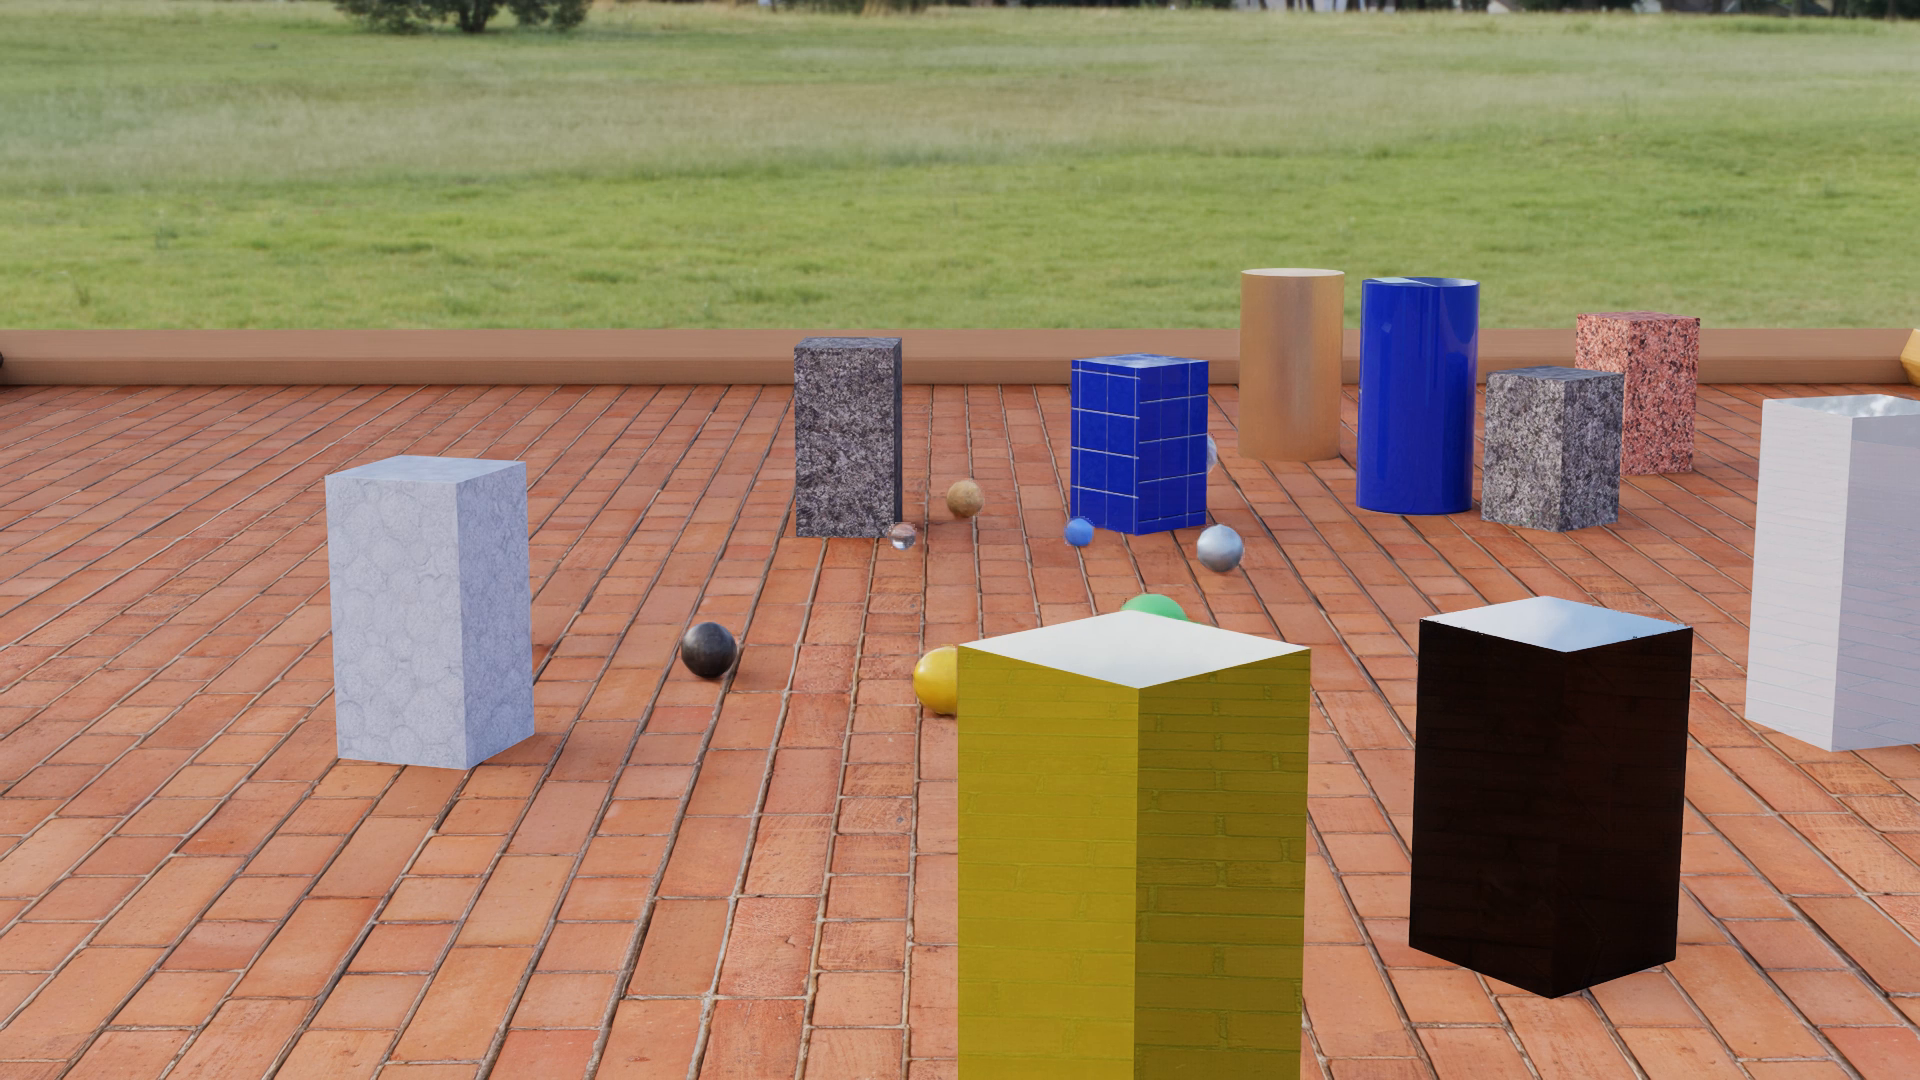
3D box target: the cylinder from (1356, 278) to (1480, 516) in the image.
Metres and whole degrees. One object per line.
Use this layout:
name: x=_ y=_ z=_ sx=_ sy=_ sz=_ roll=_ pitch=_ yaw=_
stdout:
cylinder: x=0.755 y=-0.240 z=4.237 sx=0.191 sy=0.373 sz=0.191 roll=0 pitch=11 yaw=0

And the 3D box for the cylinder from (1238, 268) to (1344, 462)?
cylinder: x=0.619 y=-0.330 z=4.801 sx=0.191 sy=0.343 sz=0.191 roll=0 pitch=11 yaw=0

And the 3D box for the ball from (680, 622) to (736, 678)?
ball: x=-0.301 y=0.132 z=3.076 sx=0.067 sy=0.067 sz=0.067 roll=0 pitch=11 yaw=0

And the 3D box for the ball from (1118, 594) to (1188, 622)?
ball: x=0.231 y=0.112 z=3.104 sx=0.095 sy=0.095 sz=0.095 roll=0 pitch=11 yaw=0

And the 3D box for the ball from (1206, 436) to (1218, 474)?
ball: x=0.375 y=-0.140 z=4.169 sx=0.086 sy=0.086 sz=0.086 roll=0 pitch=11 yaw=0

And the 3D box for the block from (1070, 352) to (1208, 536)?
block: x=0.285 y=-0.156 z=4.086 sx=0.153 sy=0.262 sz=0.153 roll=-9 pitch=14 yaw=-40

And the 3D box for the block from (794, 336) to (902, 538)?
block: x=-0.174 y=-0.163 z=4.037 sx=0.153 sy=0.296 sz=0.153 roll=1 pitch=11 yaw=4

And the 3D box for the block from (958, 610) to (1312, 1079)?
block: x=0.107 y=0.249 z=1.609 sx=0.153 sy=0.373 sz=0.153 roll=-10 pitch=14 yaw=-42

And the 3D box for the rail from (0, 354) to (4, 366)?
rail: x=-2.180 y=0.034 z=3.437 sx=0.045 sy=0.124 sz=4.953 roll=0 pitch=11 yaw=0

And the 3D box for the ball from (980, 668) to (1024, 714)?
ball: x=0.047 y=0.171 z=2.908 sx=0.050 sy=0.050 sz=0.050 roll=0 pitch=11 yaw=0

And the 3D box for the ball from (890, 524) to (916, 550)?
ball: x=-0.086 y=-0.005 z=3.885 sx=0.040 sy=0.040 sz=0.040 roll=0 pitch=11 yaw=0

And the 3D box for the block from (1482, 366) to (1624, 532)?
block: x=0.949 y=-0.149 z=4.110 sx=0.153 sy=0.240 sz=0.153 roll=-9 pitch=14 yaw=-39

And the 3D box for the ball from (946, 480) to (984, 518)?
ball: x=0.008 y=-0.066 z=4.158 sx=0.060 sy=0.060 sz=0.060 roll=0 pitch=11 yaw=0

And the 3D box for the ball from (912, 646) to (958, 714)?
ball: x=-0.015 y=0.159 z=2.902 sx=0.076 sy=0.076 sz=0.076 roll=0 pitch=11 yaw=0

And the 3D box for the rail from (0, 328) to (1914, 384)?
rail: x=-0.014 y=-0.417 z=5.860 sx=4.408 sy=0.124 sz=0.045 roll=0 pitch=11 yaw=0

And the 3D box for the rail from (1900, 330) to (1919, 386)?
rail: x=2.180 y=0.030 z=3.462 sx=0.045 sy=0.124 sz=4.953 roll=0 pitch=11 yaw=0

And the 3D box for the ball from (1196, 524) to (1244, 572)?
ball: x=0.376 y=0.012 z=3.713 sx=0.068 sy=0.068 sz=0.068 roll=0 pitch=11 yaw=0

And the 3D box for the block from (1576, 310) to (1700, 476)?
block: x=1.223 y=-0.268 z=4.651 sx=0.153 sy=0.277 sz=0.153 roll=-4 pitch=11 yaw=-22

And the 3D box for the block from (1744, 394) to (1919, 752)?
block: x=0.981 y=0.032 z=2.809 sx=0.153 sy=0.361 sz=0.153 roll=-4 pitch=11 yaw=-18

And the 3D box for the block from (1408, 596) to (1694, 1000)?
block: x=0.482 y=0.205 z=2.101 sx=0.153 sy=0.280 sz=0.153 roll=-8 pitch=13 yaw=-36

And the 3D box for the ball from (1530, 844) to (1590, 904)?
ball: x=0.526 y=0.293 z=2.252 sx=0.052 sy=0.052 sz=0.052 roll=0 pitch=11 yaw=0

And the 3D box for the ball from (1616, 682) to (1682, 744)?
ball: x=0.746 y=0.187 z=2.778 sx=0.067 sy=0.067 sz=0.067 roll=0 pitch=11 yaw=0

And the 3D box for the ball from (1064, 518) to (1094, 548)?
ball: x=0.182 y=-0.011 z=3.907 sx=0.044 sy=0.044 sz=0.044 roll=0 pitch=11 yaw=0

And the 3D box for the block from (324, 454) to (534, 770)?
block: x=-0.564 y=0.073 z=2.744 sx=0.153 sy=0.303 sz=0.153 roll=3 pitch=11 yaw=18
